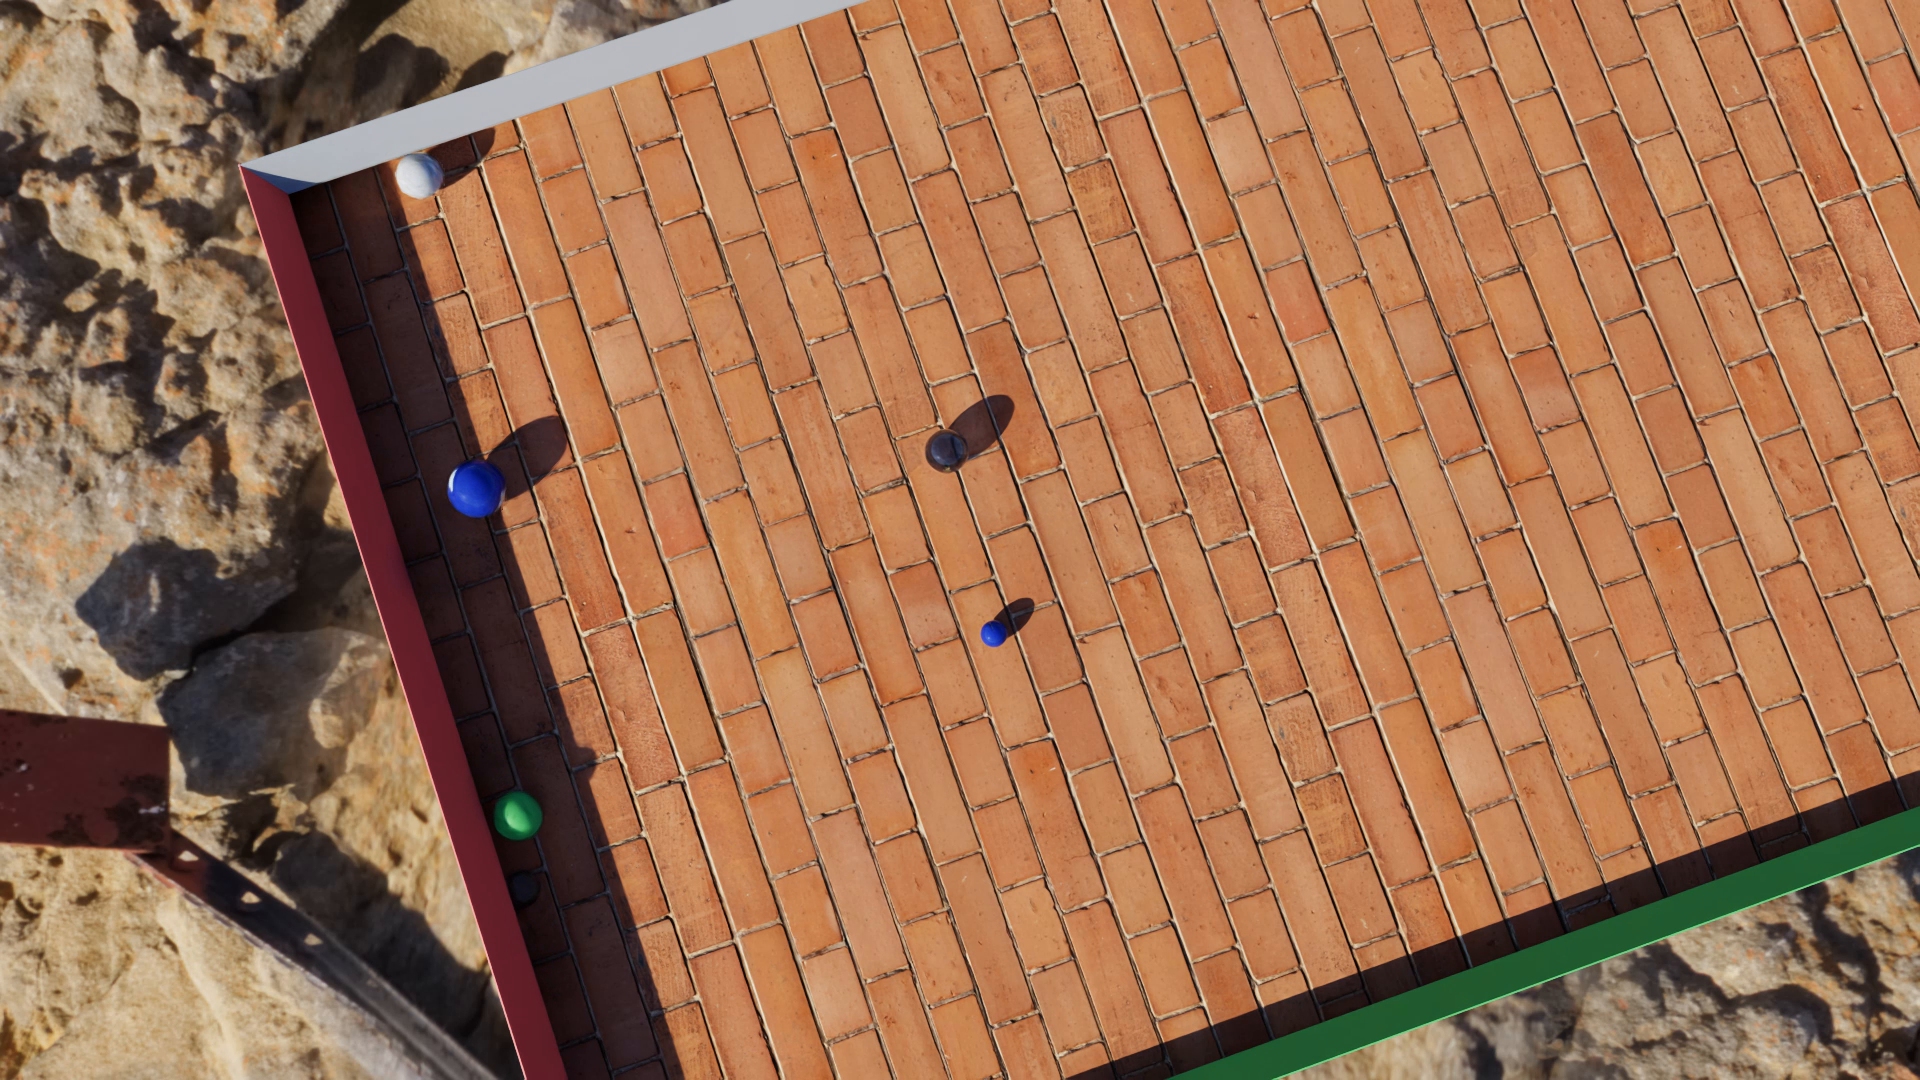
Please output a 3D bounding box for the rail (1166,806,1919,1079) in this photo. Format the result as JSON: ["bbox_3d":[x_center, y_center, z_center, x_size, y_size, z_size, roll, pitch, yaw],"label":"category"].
[{"bbox_3d":[1.069,0.522,3.170,3.328,0.111,0.045,-19,82,-3],"label":"rail"}]

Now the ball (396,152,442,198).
[{"bbox_3d":[-0.825,-0.556,3.355,0.070,0.070,0.070,0,81,0],"label":"ball"}]

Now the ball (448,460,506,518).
[{"bbox_3d":[-0.720,-0.076,3.274,0.086,0.086,0.086,0,81,0],"label":"ball"}]

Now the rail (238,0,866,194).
[{"bbox_3d":[0.501,-1.075,3.412,3.328,0.111,0.045,-19,82,-3],"label":"rail"}]

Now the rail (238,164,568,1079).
[{"bbox_3d":[-0.763,0.261,3.209,0.045,0.111,1.760,-19,82,-3],"label":"rail"}]

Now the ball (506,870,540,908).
[{"bbox_3d":[-0.638,0.509,3.202,0.054,0.054,0.054,0,81,0],"label":"ball"}]

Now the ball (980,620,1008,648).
[{"bbox_3d":[0.050,0.139,3.264,0.041,0.041,0.041,0,81,0],"label":"ball"}]

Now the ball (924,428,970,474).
[{"bbox_3d":[-0.020,-0.133,3.293,0.067,0.067,0.067,0,81,0],"label":"ball"}]

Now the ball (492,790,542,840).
[{"bbox_3d":[-0.646,0.402,3.209,0.072,0.072,0.072,0,81,0],"label":"ball"}]
